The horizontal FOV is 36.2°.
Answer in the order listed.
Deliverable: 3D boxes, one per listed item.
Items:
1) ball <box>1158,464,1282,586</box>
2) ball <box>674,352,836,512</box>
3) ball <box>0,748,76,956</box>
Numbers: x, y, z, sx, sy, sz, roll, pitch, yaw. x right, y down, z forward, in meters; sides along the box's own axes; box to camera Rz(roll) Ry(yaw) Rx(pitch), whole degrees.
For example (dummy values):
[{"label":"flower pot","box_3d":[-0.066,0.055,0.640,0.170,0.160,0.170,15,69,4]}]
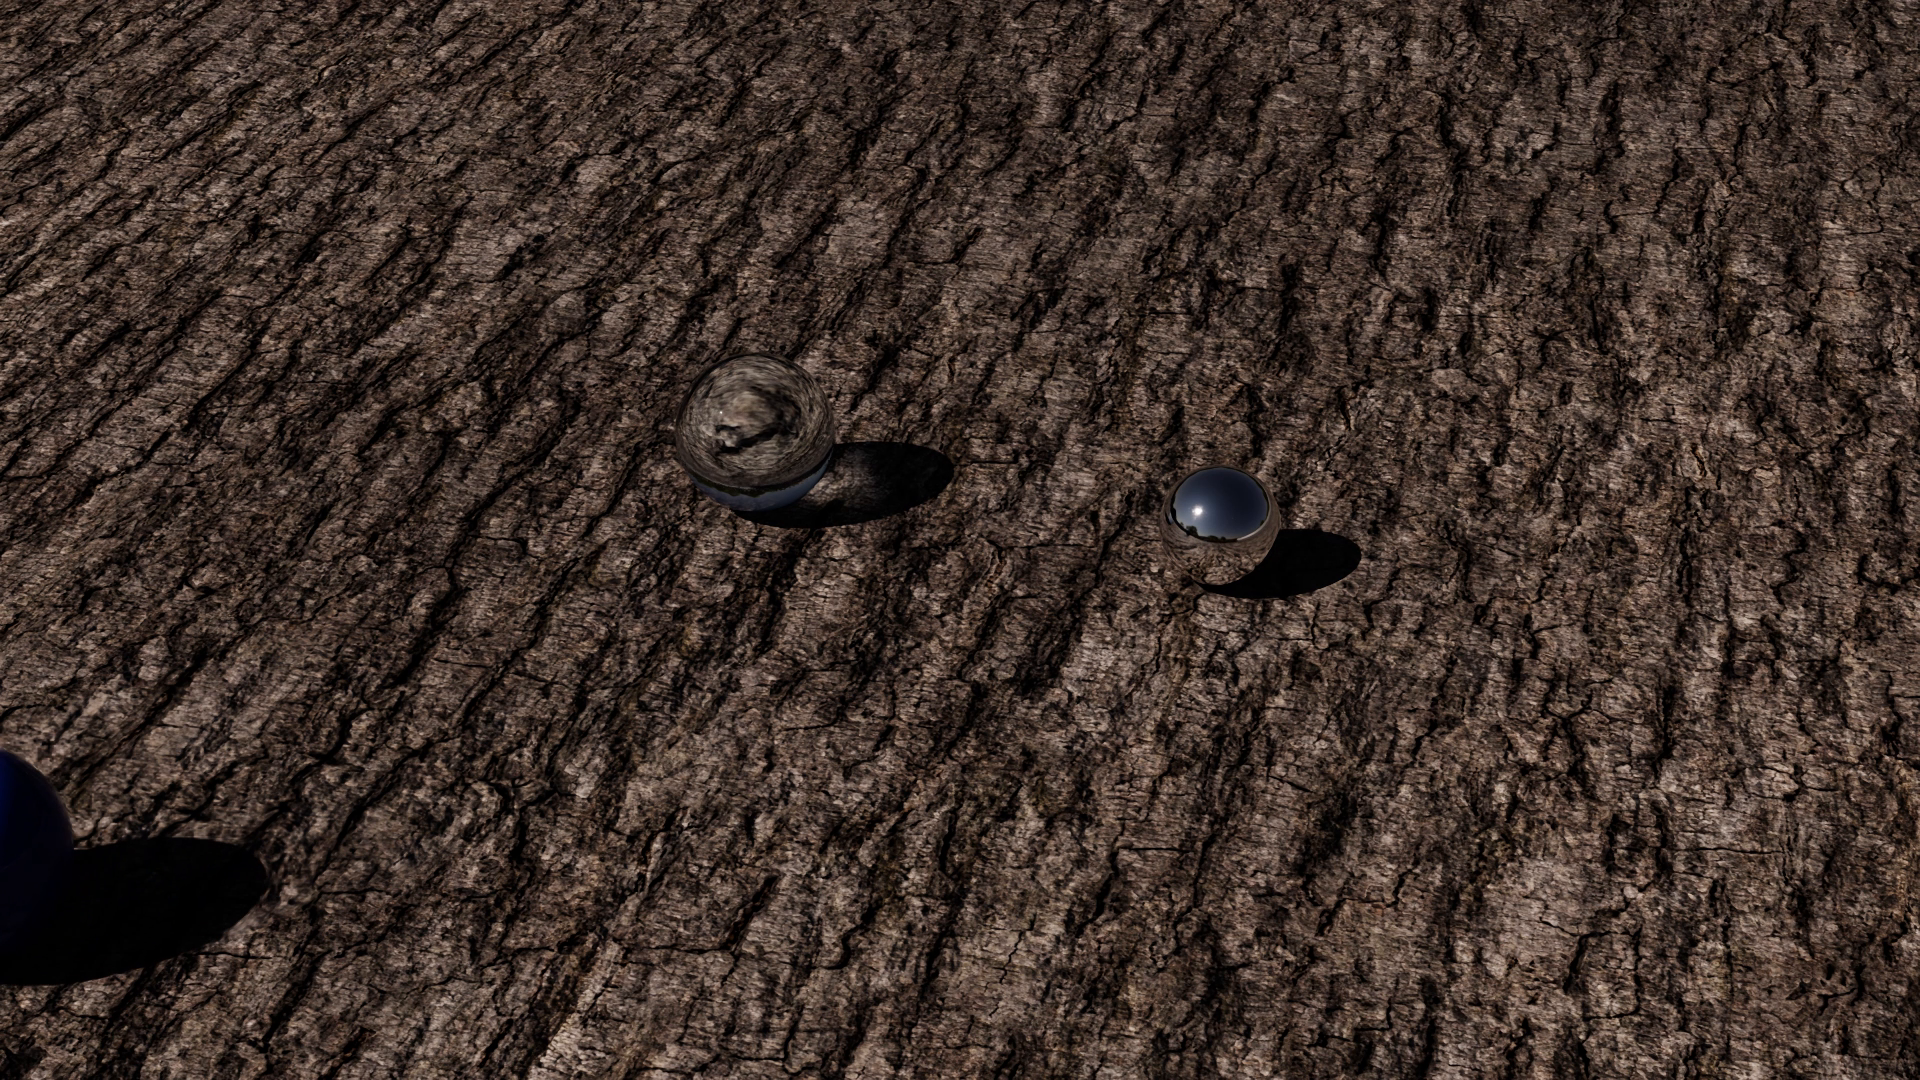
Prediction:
[{"label":"ball","box_3d":[0.138,-0.008,1.560,0.065,0.065,0.065,0,32,0]},{"label":"ball","box_3d":[-0.113,-0.059,1.621,0.088,0.088,0.088,0,32,0]},{"label":"ball","box_3d":[-0.441,0.138,1.294,0.098,0.098,0.098,0,32,0]}]
